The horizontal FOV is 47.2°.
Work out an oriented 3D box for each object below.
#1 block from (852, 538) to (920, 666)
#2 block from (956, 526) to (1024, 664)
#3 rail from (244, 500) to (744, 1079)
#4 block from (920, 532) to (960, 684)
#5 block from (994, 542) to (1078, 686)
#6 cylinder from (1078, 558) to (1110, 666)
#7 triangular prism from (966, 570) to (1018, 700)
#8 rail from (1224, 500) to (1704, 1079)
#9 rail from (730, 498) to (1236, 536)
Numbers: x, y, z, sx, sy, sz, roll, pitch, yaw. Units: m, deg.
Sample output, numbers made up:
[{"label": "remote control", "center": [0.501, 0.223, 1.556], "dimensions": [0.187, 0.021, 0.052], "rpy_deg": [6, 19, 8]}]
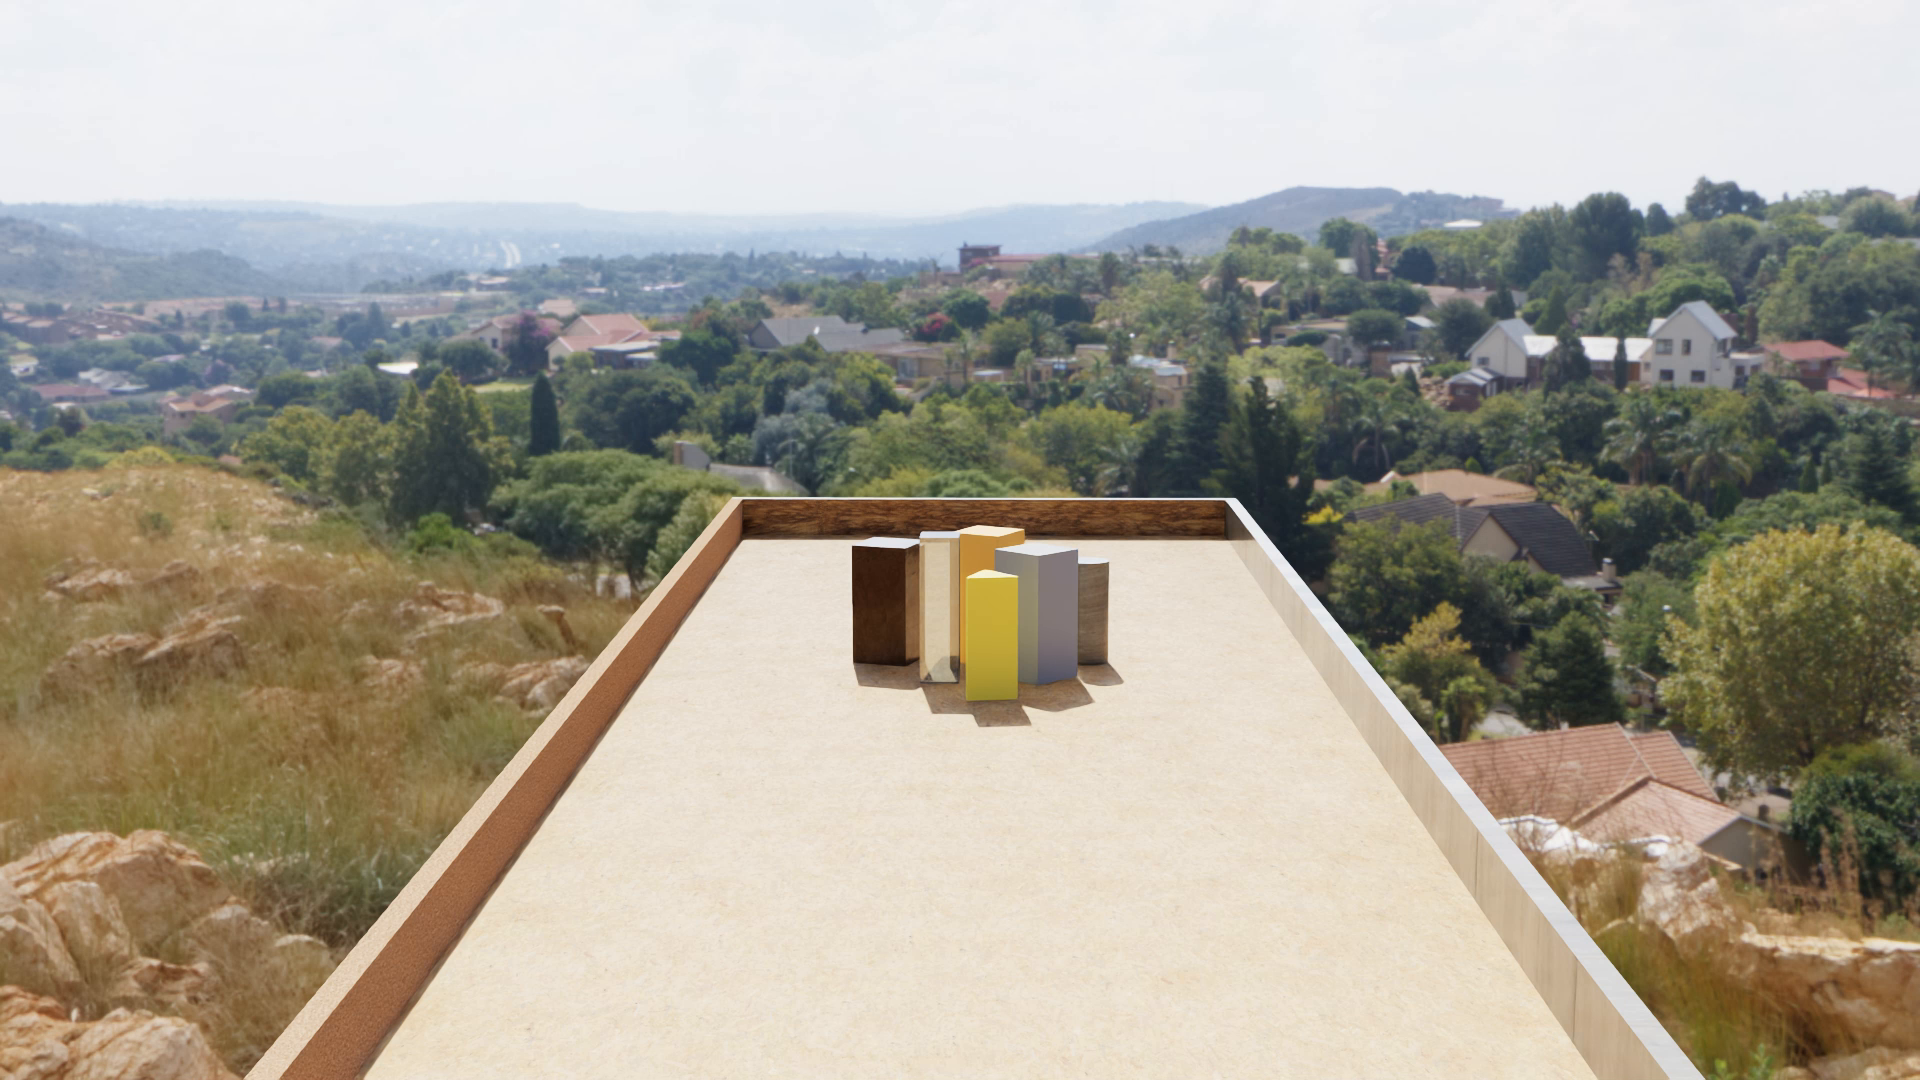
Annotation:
[{"label": "block", "center": [-0.214, 0.186, 6.688], "dimensions": [0.173, 0.360, 0.173], "rpy_deg": [3, 10, 20]}, {"label": "block", "center": [0.084, 0.168, 6.681], "dimensions": [0.164, 0.397, 0.164], "rpy_deg": [5, 10, 30]}, {"label": "rail", "center": [-1.004, 0.839, 3.234], "dimensions": [0.050, 0.150, 12.000], "rpy_deg": [0, 9, 1]}, {"label": "block", "center": [-0.058, 0.196, 6.406], "dimensions": [0.114, 0.428, 0.114], "rpy_deg": [0, 9, 2]}, {"label": "block", "center": [0.223, 0.214, 6.447], "dimensions": [0.173, 0.380, 0.173], "rpy_deg": [9, 13, 44]}, {"label": "cylinder", "center": [0.389, 0.215, 6.660], "dimensions": [0.123, 0.311, 0.123], "rpy_deg": [0, 9, 0]}, {"label": "triangular prism", "center": [0.081, 0.266, 6.212], "dimensions": [0.145, 0.349, 0.126], "rpy_deg": [-1, 9, -8]}, {"label": "rail", "center": [1.046, 0.843, 3.208], "dimensions": [0.050, 0.150, 12.000], "rpy_deg": [0, 9, 1]}, {"label": "rail", "center": [0.099, -0.098, 9.147], "dimensions": [2.100, 0.150, 0.050], "rpy_deg": [0, 9, 1]}]
